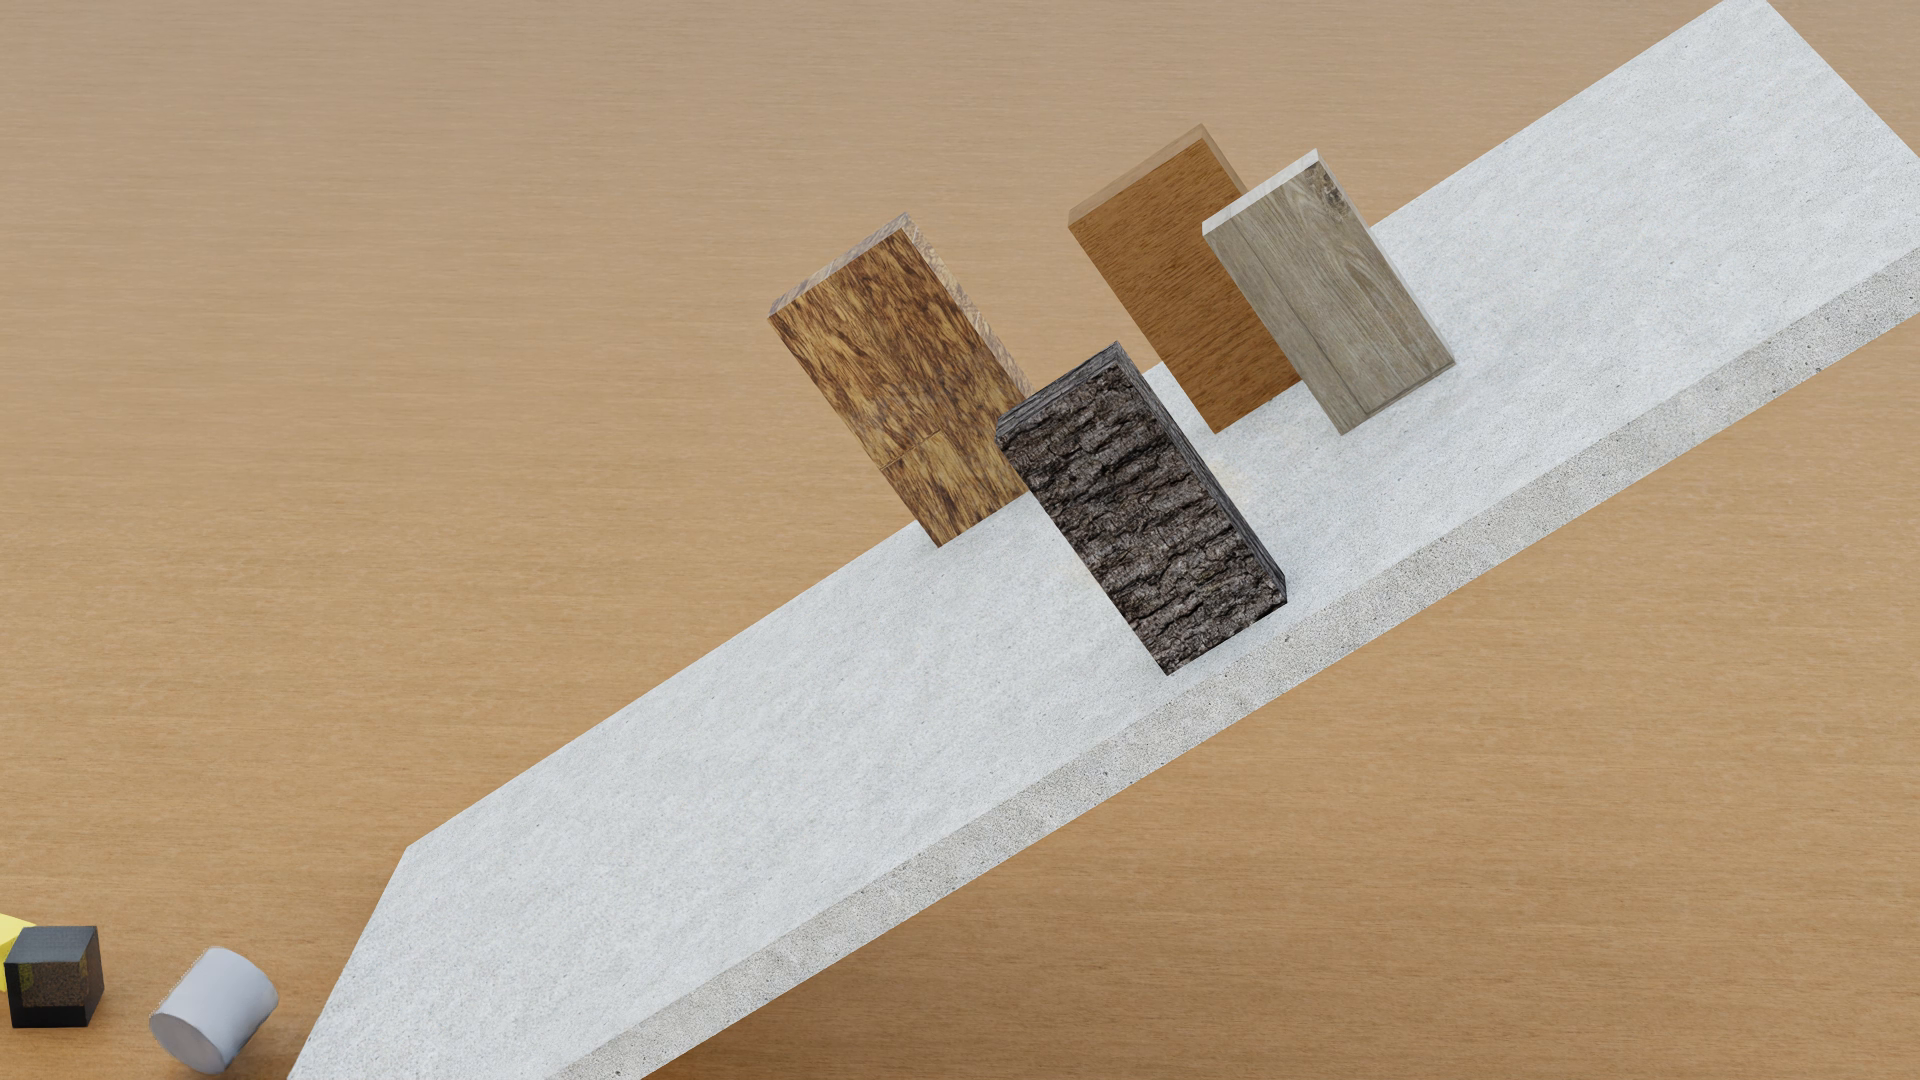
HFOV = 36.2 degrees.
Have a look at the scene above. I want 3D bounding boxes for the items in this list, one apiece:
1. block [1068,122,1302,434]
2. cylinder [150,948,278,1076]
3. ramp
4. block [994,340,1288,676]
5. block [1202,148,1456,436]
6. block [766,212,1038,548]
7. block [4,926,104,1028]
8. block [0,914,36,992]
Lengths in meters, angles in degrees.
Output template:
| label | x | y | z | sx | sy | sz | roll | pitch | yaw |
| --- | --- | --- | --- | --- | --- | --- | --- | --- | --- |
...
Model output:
| label | x | y | z | sx | sy | sz | roll | pitch | yaw |
| --- | --- | --- | --- | --- | --- | --- | --- | --- | --- |
| block | 0.534 | -0.559 | 6.326 | 0.342 | 0.563 | 0.136 | -33 | 16 | 15 |
| cylinder | -1.733 | 1.097 | 6.844 | 0.207 | 0.207 | 0.207 | 11 | 45 | 27 |
| ramp | 0.135 | 0.174 | 6.307 | 4.000 | 0.100 | 2.000 | -33 | 16 | 15 |
| block | 0.330 | -0.055 | 5.321 | 0.262 | 0.548 | 0.132 | -33 | 16 | 15 |
| block | 0.729 | -0.488 | 5.811 | 0.267 | 0.498 | 0.102 | -33 | 16 | 15 |
| block | -0.088 | -0.372 | 6.906 | 0.386 | 0.687 | 0.146 | -33 | 16 | 15 |
| block | -2.185 | 1.054 | 7.101 | 0.178 | 0.178 | 0.178 | -1 | 21 | -2 |
| block | -2.367 | 1.018 | 7.266 | 0.125 | 0.125 | 0.125 | 11 | 24 | 26 |
